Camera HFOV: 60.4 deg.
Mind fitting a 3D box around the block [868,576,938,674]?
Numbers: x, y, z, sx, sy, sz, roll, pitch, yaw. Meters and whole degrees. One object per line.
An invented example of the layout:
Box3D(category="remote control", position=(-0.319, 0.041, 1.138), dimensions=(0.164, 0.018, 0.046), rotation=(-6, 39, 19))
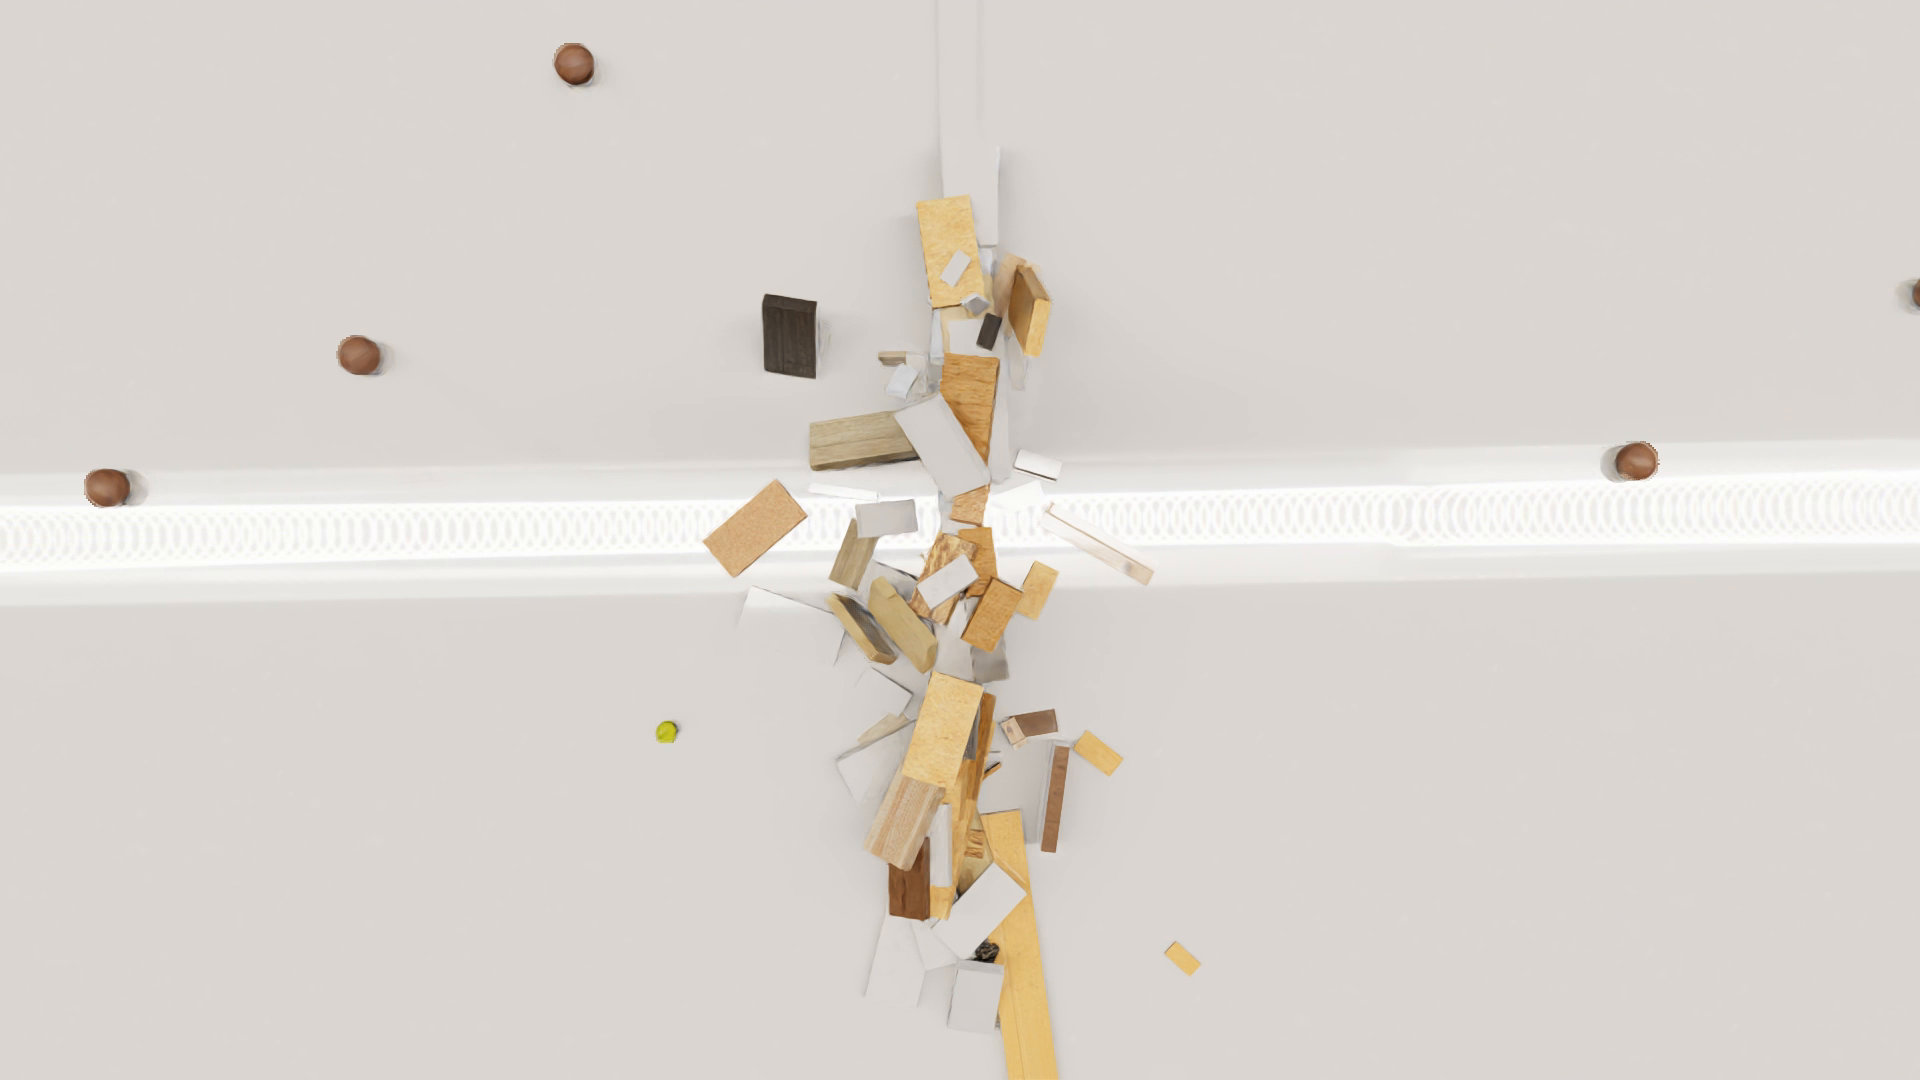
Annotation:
Box3D(category="block", position=(-0.181, 0.267, 5.176), dimensions=(0.042, 0.149, 0.298), rotation=(-27, 61, -27))

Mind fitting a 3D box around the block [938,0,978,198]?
Box3D(category="block", position=(-0.002, -1.319, 5.481), dimensions=(0.128, 0.036, 1.006), rotation=(-1, 90, 0))

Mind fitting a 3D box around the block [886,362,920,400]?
Box3D(category="block", position=(-0.173, -0.479, 4.967), dimensions=(0.064, 0.018, 0.128), rotation=(21, 47, 4))

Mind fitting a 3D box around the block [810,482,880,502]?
Box3D(category="block", position=(-0.382, -0.157, 5.445), dimensions=(0.221, 0.111, 0.031), rotation=(8, 90, 0))

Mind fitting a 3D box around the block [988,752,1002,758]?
Box3D(category="block", position=(0.087, 0.716, 5.475), dimensions=(0.099, 0.049, 0.014), rotation=(-6, 84, 0))

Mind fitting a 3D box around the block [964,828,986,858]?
Box3D(category="block", position=(-0.005, 0.988, 5.410), dimensions=(0.175, 0.025, 0.088), rotation=(5, 94, 19))

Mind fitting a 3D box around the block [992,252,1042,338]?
Box3D(category="block", position=(0.161, -0.814, 5.482), dimensions=(0.128, 0.036, 0.256), rotation=(24, 90, 0))

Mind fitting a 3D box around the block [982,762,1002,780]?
Box3D(category="block", position=(0.094, 0.773, 5.475), dimensions=(0.099, 0.050, 0.014), rotation=(-35, 90, 0))

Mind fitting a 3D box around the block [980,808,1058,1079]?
Box3D(category="block", position=(0.185, 1.375, 5.477), dimensions=(0.162, 0.046, 0.947), rotation=(-8, 90, 0))

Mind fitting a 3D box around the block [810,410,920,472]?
Box3D(category="block", position=(-0.258, -0.337, 5.396), dimensions=(0.478, 0.045, 0.160), rotation=(-8, 64, 12))

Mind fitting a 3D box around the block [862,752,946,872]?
Box3D(category="block", position=(-0.167, 0.864, 5.257), dimensions=(0.168, 0.048, 0.337), rotation=(21, 84, 33))

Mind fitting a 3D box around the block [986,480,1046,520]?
Box3D(category="block", position=(0.183, -0.133, 5.489), dimensions=(0.191, 0.021, 0.075), rotation=(-21, 90, 0))

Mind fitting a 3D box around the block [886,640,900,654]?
Box3D(category="block", position=(-0.263, 0.357, 5.492), dimensions=(0.112, 0.016, 0.056), rotation=(24, 90, 0))

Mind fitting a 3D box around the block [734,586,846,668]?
Box3D(category="block", position=(-0.557, 0.289, 5.475), dimensions=(0.341, 0.048, 0.171), rotation=(19, 90, 0))

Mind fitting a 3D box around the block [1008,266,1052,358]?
Box3D(category="block", position=(0.213, -0.722, 5.155), dimensions=(0.048, 0.583, 0.171), rotation=(9, 108, -7))

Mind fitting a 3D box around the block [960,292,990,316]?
Box3D(category="block", position=(0.050, -0.740, 5.167), dimensions=(0.054, 0.109, 0.015), rotation=(-33, 68, 17))

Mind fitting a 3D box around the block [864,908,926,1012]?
Box3D(category="block", position=(-0.177, 1.319, 5.476), dimensions=(0.173, 0.049, 0.451), rotation=(14, 90, 0))

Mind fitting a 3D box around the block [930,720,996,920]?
Box3D(category="block", position=(-0.025, 0.898, 5.384), dimensions=(0.132, 0.037, 0.657), rotation=(9, 76, 23))

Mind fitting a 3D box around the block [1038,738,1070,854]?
Box3D(category="block", position=(0.308, 0.838, 5.414), dimensions=(0.049, 0.173, 0.346), rotation=(8, 90, 0))

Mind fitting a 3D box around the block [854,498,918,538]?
Box3D(category="block", position=(-0.241, -0.071, 5.419), dimensions=(0.221, 0.031, 0.111), rotation=(-7, 90, -38))

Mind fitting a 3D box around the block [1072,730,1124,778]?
Box3D(category="block", position=(0.459, 0.710, 5.489), dimensions=(0.155, 0.022, 0.077), rotation=(38, 90, 0))

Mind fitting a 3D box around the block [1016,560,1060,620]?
Box3D(category="block", position=(0.251, 0.167, 5.487), dimensions=(0.090, 0.026, 0.181), rotation=(26, 90, 0))

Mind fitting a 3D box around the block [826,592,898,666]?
Box3D(category="block", position=(-0.319, 0.290, 5.354), dimensions=(0.038, 0.134, 0.268), rotation=(-45, 62, 11))

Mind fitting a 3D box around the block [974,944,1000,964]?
Box3D(category="block", position=(0.072, 1.403, 5.433), dimensions=(0.022, 0.077, 0.155), rotation=(42, 122, 34))

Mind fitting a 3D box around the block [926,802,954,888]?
Box3D(category="block", position=(-0.093, 0.973, 5.290), dimensions=(0.132, 0.037, 0.265), rotation=(0, 94, 24))

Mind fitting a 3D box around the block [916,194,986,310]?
Box3D(category="block", position=(-0.029, -0.923, 5.295), dimensions=(0.171, 0.048, 0.342), rotation=(-9, 90, -1))

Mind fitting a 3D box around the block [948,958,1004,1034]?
Box3D(category="block", position=(0.053, 1.498, 5.398), dimensions=(0.149, 0.042, 0.298), rotation=(8, 125, 0))

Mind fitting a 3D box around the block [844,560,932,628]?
Box3D(category="block", position=(-0.219, 0.169, 5.342), dimensions=(0.038, 0.402, 0.134), rotation=(23, 90, -44))

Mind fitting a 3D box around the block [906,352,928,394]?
Box3D(category="block", position=(-0.134, -0.519, 5.110), dimensions=(0.064, 0.018, 0.128), rotation=(12, 126, 15))

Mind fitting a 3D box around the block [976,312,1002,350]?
Box3D(category="block", position=(0.091, -0.656, 5.188), dimensions=(0.054, 0.015, 0.109), rotation=(20, 77, -8))

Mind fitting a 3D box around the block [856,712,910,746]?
Box3D(category="block", position=(-0.249, 0.642, 5.488), dimensions=(0.176, 0.025, 0.088), rotation=(-37, 90, 0))

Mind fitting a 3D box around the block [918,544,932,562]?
Box3D(category="block", position=(-0.080, 0.075, 5.492), dimensions=(0.056, 0.016, 0.113), rotation=(-41, 90, 0))

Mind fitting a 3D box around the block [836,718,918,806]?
Box3D(category="block", position=(-0.230, 0.727, 5.436), dimensions=(0.324, 0.046, 0.162), rotation=(-27, 97, -11))

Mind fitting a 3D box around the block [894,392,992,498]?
Box3D(category="block", position=(-0.051, -0.289, 5.071), dimensions=(0.160, 0.045, 0.320), rotation=(-19, 114, 34))

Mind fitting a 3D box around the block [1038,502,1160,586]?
Box3D(category="block", position=(0.462, 0.012, 5.487), dimensions=(0.414, 0.026, 0.090), rotation=(29, 90, 0))

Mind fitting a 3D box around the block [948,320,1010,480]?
Box3D(category="block", position=(0.062, -0.442, 5.219), dimensions=(0.171, 0.048, 0.507), rotation=(-3, 86, 1))
